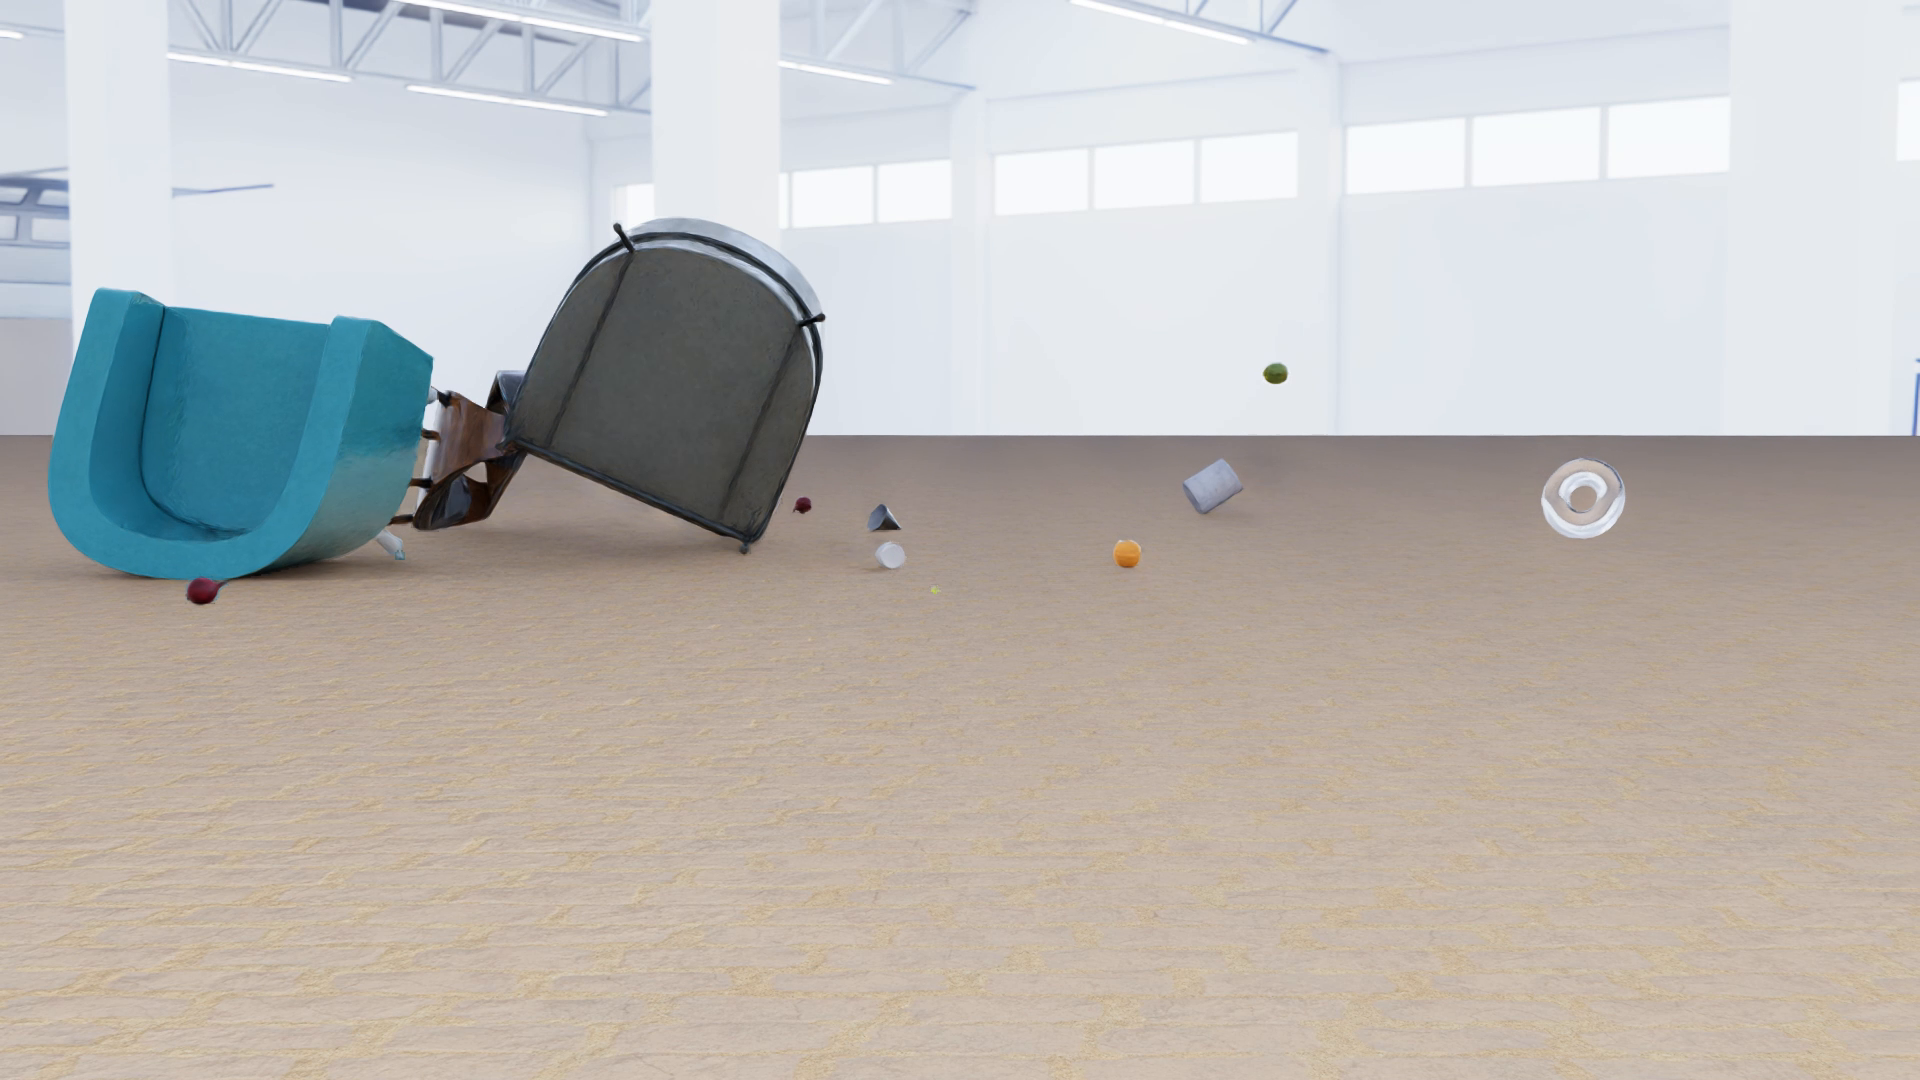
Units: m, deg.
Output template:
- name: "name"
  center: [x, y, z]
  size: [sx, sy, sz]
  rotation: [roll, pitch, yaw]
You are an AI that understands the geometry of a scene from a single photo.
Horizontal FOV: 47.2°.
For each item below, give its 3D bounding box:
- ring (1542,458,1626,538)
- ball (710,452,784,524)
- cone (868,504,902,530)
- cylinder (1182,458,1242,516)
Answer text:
- name: "ring"
  center: [1.884, -0.125, 6.648]
  size: [0.250, 0.256, 0.051]
  rotation: [-9, -22, 27]
- name: "ball"
  center: [-0.708, -0.173, 7.318]
  size: [0.239, 0.239, 0.239]
  rotation: [0, 4, 0]
- name: "cone"
  center: [-0.222, -0.051, 6.976]
  size: [0.095, 0.094, 0.162]
  rotation: [27, -6, -18]
- name: "cylinder"
  center: [0.896, -0.188, 7.807]
  size: [0.166, 0.136, 0.136]
  rotation: [-32, 38, -4]
